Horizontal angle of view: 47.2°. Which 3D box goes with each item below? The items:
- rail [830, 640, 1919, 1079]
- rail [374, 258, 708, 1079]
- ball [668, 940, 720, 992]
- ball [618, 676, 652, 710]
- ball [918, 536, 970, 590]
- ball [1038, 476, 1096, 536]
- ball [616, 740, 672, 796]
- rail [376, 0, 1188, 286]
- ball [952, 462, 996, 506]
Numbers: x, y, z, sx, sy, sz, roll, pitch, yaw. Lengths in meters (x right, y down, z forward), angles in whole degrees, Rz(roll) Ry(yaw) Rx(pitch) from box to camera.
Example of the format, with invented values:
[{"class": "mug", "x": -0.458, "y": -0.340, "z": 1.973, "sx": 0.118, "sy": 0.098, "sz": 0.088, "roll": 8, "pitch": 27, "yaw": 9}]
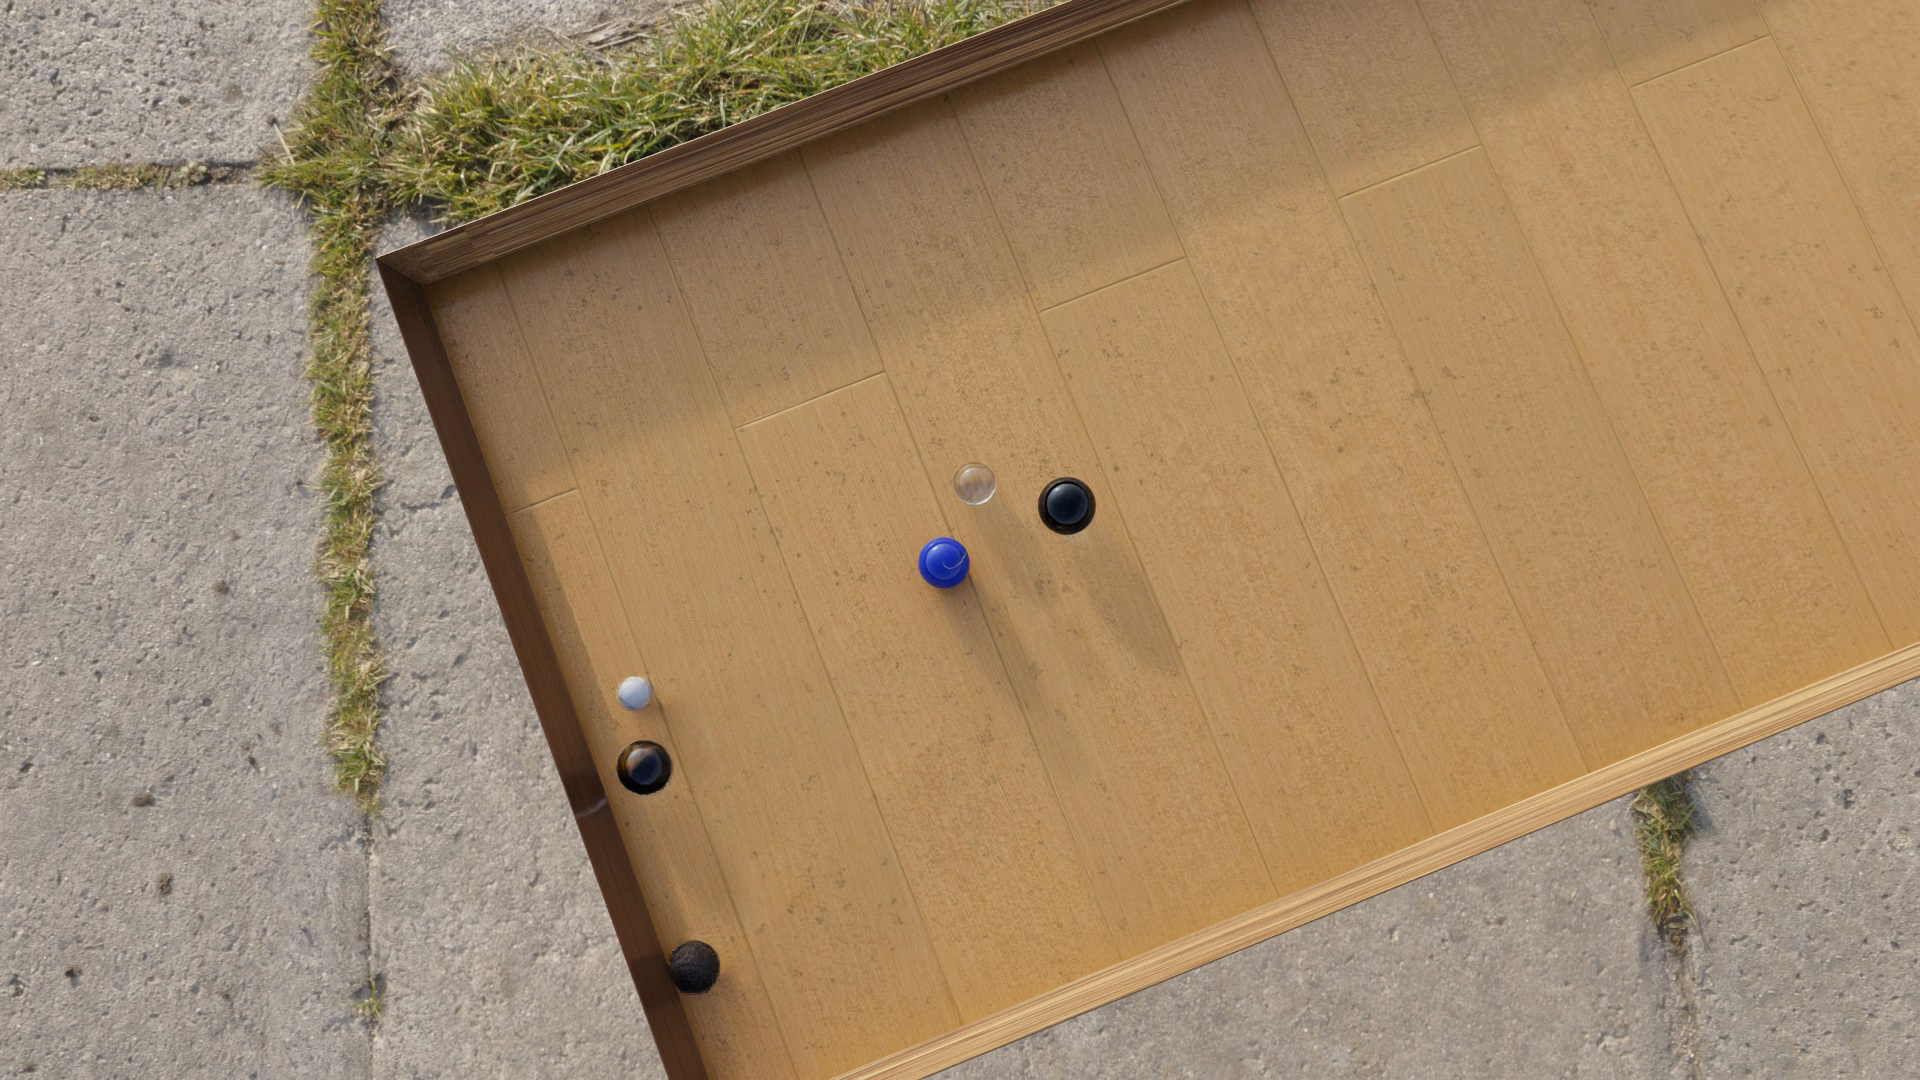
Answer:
[{"class": "rail", "x": 0.869, "y": 0.382, "z": 3.195, "sx": 2.658, "sy": 0.114, "sz": 0.045, "roll": -21, "pitch": 80, "yaw": -4}, {"class": "rail", "x": -0.596, "y": 0.226, "z": 3.224, "sx": 0.045, "sy": 0.114, "sz": 1.415, "roll": -21, "pitch": 80, "yaw": -4}, {"class": "ball", "x": -0.383, "y": 0.616, "z": 3.173, "sx": 0.074, "sy": 0.074, "sz": 0.074, "roll": 0, "pitch": 79, "yaw": 0}, {"class": "ball", "x": -0.481, "y": 0.227, "z": 3.258, "sx": 0.050, "sy": 0.050, "sz": 0.050, "roll": 0, "pitch": 79, "yaw": 0}, {"class": "ball", "x": -0.024, "y": 0.034, "z": 3.280, "sx": 0.078, "sy": 0.078, "sz": 0.078, "roll": 0, "pitch": 79, "yaw": 0}, {"class": "ball", "x": 0.160, "y": -0.051, "z": 3.291, "sx": 0.088, "sy": 0.088, "sz": 0.088, "roll": 0, "pitch": 79, "yaw": 0}, {"class": "ball", "x": -0.462, "y": 0.333, "z": 3.222, "sx": 0.081, "sy": 0.081, "sz": 0.081, "roll": 0, "pitch": 79, "yaw": 0}, {"class": "rail", "x": 0.368, "y": -0.868, "z": 3.430, "sx": 2.658, "sy": 0.114, "sz": 0.045, "roll": -21, "pitch": 80, "yaw": -4}, {"class": "ball", "x": 0.022, "y": -0.085, "z": 3.308, "sx": 0.066, "sy": 0.066, "sz": 0.066, "roll": 0, "pitch": 79, "yaw": 0}]
